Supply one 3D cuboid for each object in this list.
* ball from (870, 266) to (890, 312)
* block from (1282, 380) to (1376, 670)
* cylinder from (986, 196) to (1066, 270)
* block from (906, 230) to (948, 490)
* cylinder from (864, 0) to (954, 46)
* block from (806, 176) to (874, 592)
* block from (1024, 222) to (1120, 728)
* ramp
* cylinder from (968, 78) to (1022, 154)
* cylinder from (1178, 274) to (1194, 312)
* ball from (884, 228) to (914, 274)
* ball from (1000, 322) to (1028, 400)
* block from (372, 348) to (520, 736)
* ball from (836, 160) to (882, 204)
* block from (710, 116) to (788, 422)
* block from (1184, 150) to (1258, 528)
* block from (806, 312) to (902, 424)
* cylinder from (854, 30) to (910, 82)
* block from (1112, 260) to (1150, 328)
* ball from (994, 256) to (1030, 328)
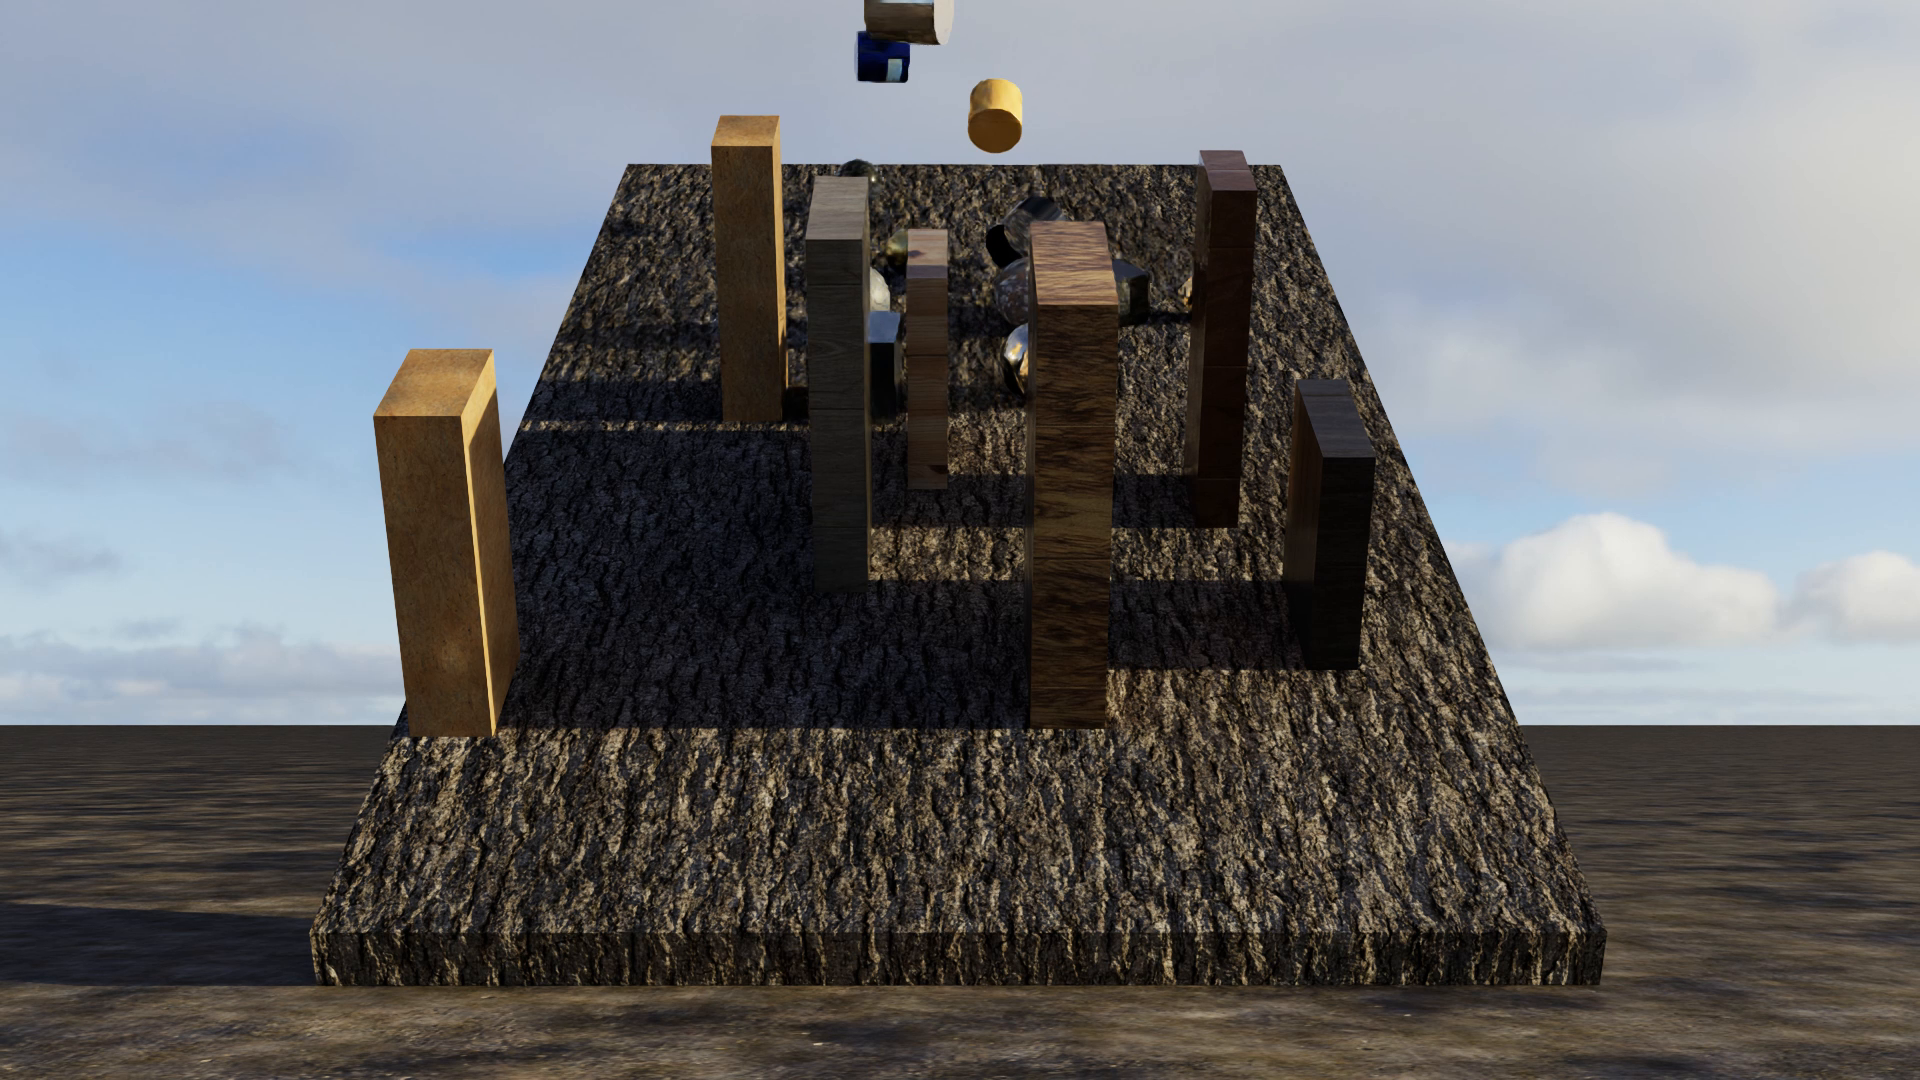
[{"bbox_3d":[-0.271,-0.595,5.861,0.196,0.196,0.196,0,-4,0],"label":"ball"},{"bbox_3d":[0.691,-0.033,4.447,0.094,0.433,0.366,0,26,0],"label":"block"},{"bbox_3d":[0.178,-0.803,6.228,0.157,0.157,0.157,-4,32,46],"label":"cylinder"},{"bbox_3d":[-0.070,-0.396,5.129,0.085,0.482,0.315,0,26,0],"label":"block"},{"bbox_3d":[-0.144,-1.521,6.729,0.205,0.205,0.205,6,-3,15],"label":"cylinder"},{"bbox_3d":[-0.234,-0.310,4.669,0.105,0.731,0.388,0,26,0],"label":"block"},{"bbox_3d":[0.191,-0.117,4.198,0.132,0.800,0.423,0,26,0],"label":"block"},{"bbox_3d":[-0.010,-0.229,5.450,2.000,0.100,4.000,0,26,0],"label":"ramp"},{"bbox_3d":[0.098,-1.173,6.515,0.148,0.148,0.148,1,-46,2],"label":"cylinder"},{"bbox_3d":[0.633,-0.636,5.990,0.110,0.110,0.110,-43,-28,27],"label":"cylinder"},{"bbox_3d":[-0.139,-0.771,6.303,0.124,0.124,0.124,0,-4,0],"label":"ball"},{"bbox_3d":[0.188,-0.417,5.502,0.193,0.193,0.193,0,-4,0],"label":"ball"},{"bbox_3d":[-0.896,0.005,4.155,0.145,0.614,0.303,0,26,0],"label":"block"},{"bbox_3d":[-0.295,-1.034,6.828,0.136,0.136,0.136,0,-4,0],"label":"ball"},{"bbox_3d":[-0.477,-0.619,5.390,0.134,0.652,0.241,0,26,0],"label":"block"},{"bbox_3d":[0.536,-0.413,4.884,0.089,0.732,0.269,0,26,0],"label":"block"},{"bbox_3d":[-0.242,-0.401,5.461,0.200,0.200,0.200,2,26,3],"label":"block"},{"bbox_3d":[-0.229,-1.411,6.883,0.146,0.146,0.146,-1,-4,-8],"label":"cylinder"},{"bbox_3d":[0.388,-0.623,5.998,0.130,0.130,0.130,-16,30,-30],"label":"block"},{"bbox_3d":[0.178,-0.620,5.928,0.184,0.184,0.184,0,-4,0],"label":"ball"}]
